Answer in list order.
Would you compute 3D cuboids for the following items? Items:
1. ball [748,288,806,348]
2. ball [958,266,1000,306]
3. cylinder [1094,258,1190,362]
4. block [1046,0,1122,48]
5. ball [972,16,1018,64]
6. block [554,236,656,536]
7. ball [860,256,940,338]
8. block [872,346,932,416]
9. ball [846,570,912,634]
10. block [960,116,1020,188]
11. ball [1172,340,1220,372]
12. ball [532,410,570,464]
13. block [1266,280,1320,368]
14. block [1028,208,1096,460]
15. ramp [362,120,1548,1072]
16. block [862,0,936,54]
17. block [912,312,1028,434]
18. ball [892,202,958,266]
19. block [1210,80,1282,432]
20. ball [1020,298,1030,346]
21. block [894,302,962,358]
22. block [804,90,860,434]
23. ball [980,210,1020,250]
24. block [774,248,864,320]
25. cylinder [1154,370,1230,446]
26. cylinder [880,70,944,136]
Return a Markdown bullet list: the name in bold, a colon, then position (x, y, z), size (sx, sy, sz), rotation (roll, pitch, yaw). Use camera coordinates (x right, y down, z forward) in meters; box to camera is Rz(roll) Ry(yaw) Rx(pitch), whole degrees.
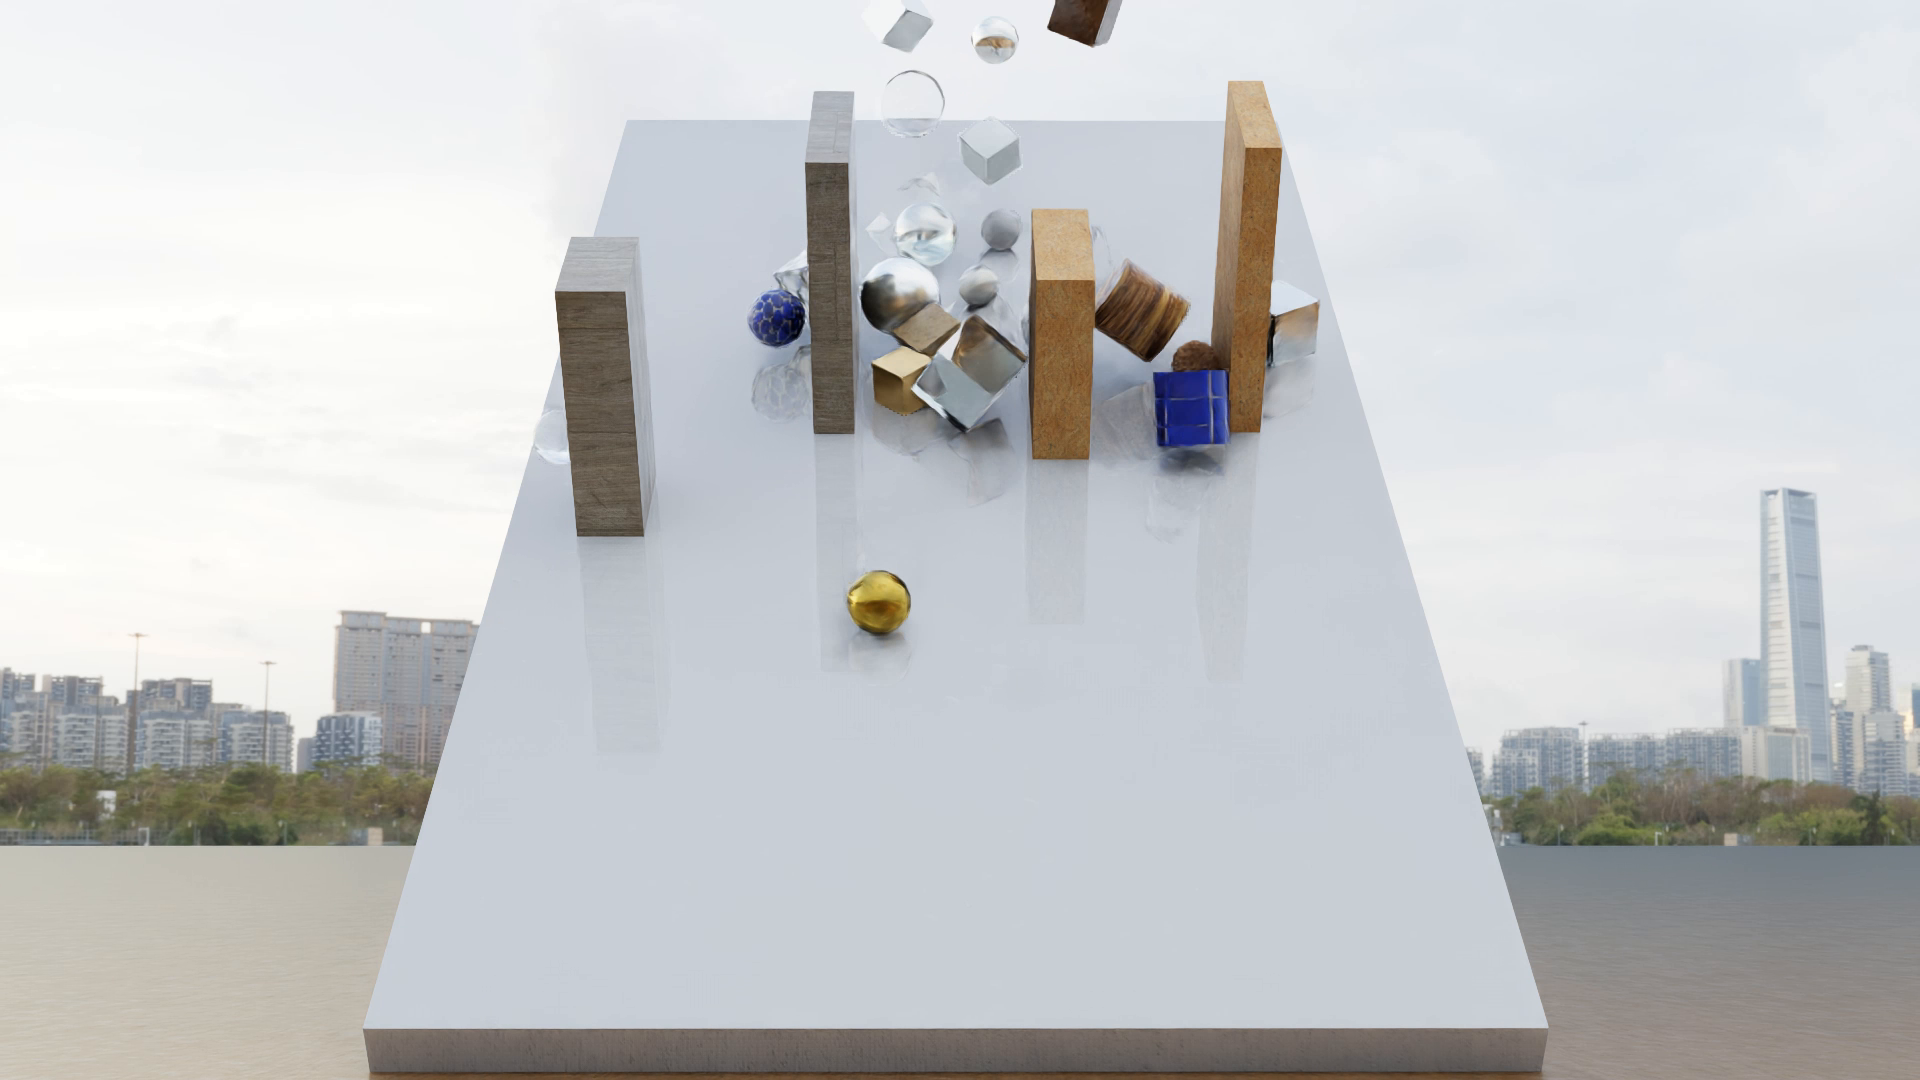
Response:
- **ball**: position (-0.461, -0.556, 6.131), size (0.146, 0.146, 0.146), rotation (0, -7, 0)
- **ball**: position (0.049, -0.666, 6.412), size (0.108, 0.108, 0.108), rotation (0, -7, 0)
- **cylinder**: position (0.437, -0.566, 6.040), size (0.186, 0.186, 0.186), rotation (34, -14, -9)
- **block**: position (0.370, -1.552, 7.175), size (0.151, 0.151, 0.151), rotation (25, 24, 13)
- **ball**: position (0.099, -1.408, 6.885), size (0.134, 0.134, 0.134), rotation (0, -7, 0)
- **block**: position (-0.779, -0.336, 5.404), size (0.149, 0.606, 0.270), rotation (0, 32, 0)
- **ball**: position (-0.150, -0.609, 6.143), size (0.203, 0.203, 0.203), rotation (0, -7, 0)
- **block**: position (-0.135, -0.388, 5.955), size (0.109, 0.109, 0.109), rotation (-30, 42, -34)
- **ball**: position (-0.169, 0.130, 5.105), size (0.135, 0.135, 0.135), rotation (0, -7, 0)
- **block**: position (0.082, -1.052, 6.605), size (0.112, 0.112, 0.112), rotation (-36, -28, -16)
- **ball**: position (0.579, -0.431, 5.999), size (0.117, 0.117, 0.117), rotation (0, -7, 0)
- **ball**: position (-0.931, -0.240, 5.701), size (0.129, 0.129, 0.129), rotation (0, -7, 0)
- **block**: position (0.800, -0.547, 6.187), size (0.148, 0.148, 0.148), rotation (-21, 37, -30)
- **block**: position (0.238, -0.490, 5.791), size (0.133, 0.466, 0.387), rotation (0, 32, 0)
- **ramp**: position (-0.015, -0.191, 5.845), size (2.000, 0.100, 4.000), rotation (0, 32, 0)
- **block**: position (-0.184, -1.555, 7.284), size (0.130, 0.130, 0.130), rotation (10, -51, -48)
- **block**: position (0.023, -0.397, 5.835), size (0.169, 0.169, 0.169), rotation (40, -39, 1)
- **ball**: position (-0.095, -0.826, 6.605), size (0.173, 0.173, 0.173), rotation (0, -7, 0)
- **block**: position (0.679, -0.676, 5.842), size (0.083, 0.731, 0.407), rotation (0, 32, 0)
- **ball**: position (0.240, -0.546, 6.151), size (0.180, 0.180, 0.180), rotation (0, -7, 0)
- **block**: position (-0.062, -0.483, 6.056), size (0.128, 0.128, 0.128), rotation (41, -16, 45)
- **block**: position (-0.301, -0.664, 5.847), size (0.098, 0.698, 0.431), rotation (0, 32, 0)
- **ball**: position (0.112, -0.852, 6.708), size (0.111, 0.111, 0.111), rotation (0, -7, 0)
- **block**: position (-0.357, -0.659, 6.234), size (0.142, 0.142, 0.142), rotation (-5, 29, 47)
- **cylinder**: position (0.541, -0.309, 5.706), size (0.170, 0.170, 0.170), rotation (-3, 4, 0)
- **cylinder**: position (-0.143, -1.300, 7.281), size (0.185, 0.185, 0.185), rotation (0, 7, -4)
